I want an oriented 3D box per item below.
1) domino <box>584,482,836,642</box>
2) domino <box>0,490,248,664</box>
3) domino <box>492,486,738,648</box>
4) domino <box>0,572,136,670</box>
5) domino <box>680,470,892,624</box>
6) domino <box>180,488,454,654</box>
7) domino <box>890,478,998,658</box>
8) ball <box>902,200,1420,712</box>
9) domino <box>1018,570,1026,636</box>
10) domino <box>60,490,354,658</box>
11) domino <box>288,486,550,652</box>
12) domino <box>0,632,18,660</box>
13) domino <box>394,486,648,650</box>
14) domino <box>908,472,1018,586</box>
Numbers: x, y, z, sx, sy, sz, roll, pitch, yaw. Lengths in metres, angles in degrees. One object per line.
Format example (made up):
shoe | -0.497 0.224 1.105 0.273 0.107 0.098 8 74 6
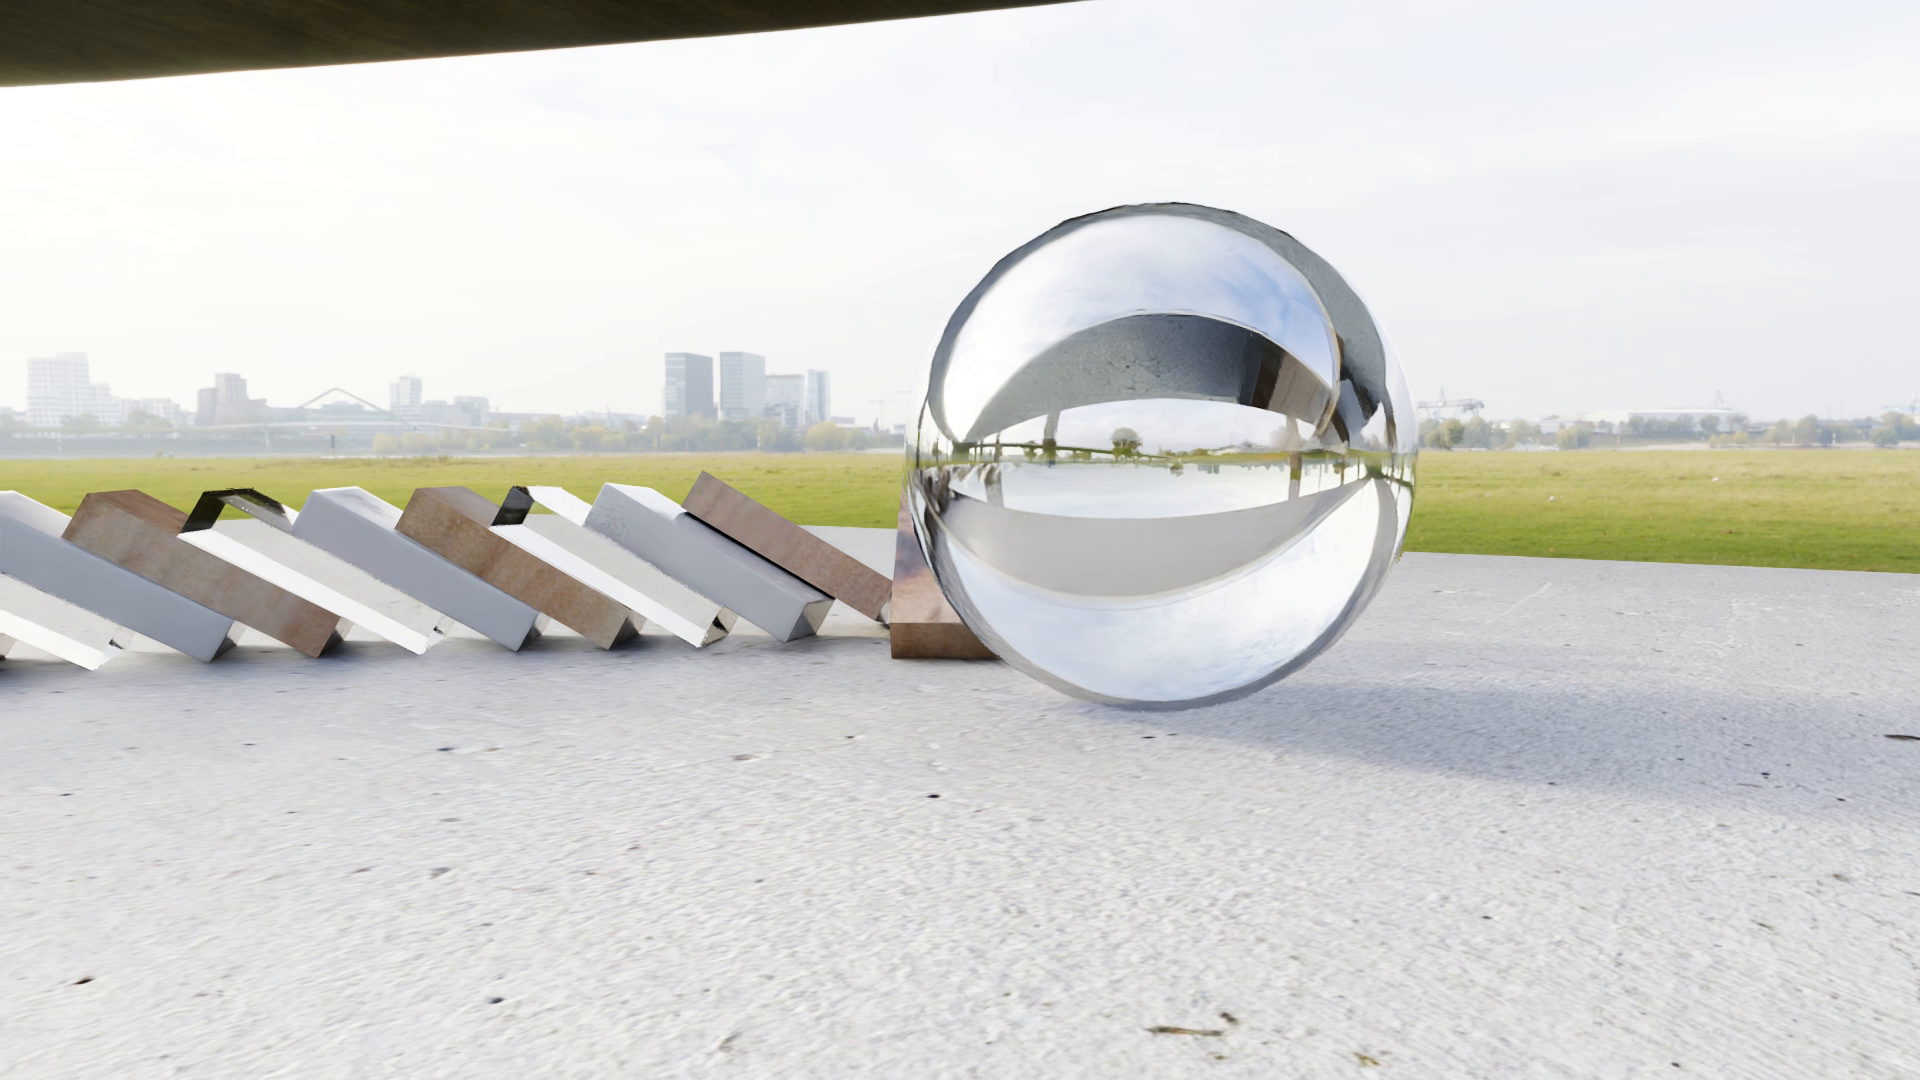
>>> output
domino | -0.053 0.005 0.277 0.050 0.010 0.025 30 4 7
domino | -0.168 0.007 0.253 0.050 0.009 0.025 30 -6 -18
domino | -0.072 0.005 0.276 0.050 0.009 0.025 30 4 3
domino | -0.186 0.008 0.244 0.050 0.009 0.025 30 -7 -20
domino | -0.037 0.002 0.294 0.050 0.009 0.025 30 -3 5
domino | -0.130 0.006 0.266 0.050 0.010 0.025 30 -2 -11
domino | -0.001 0.004 0.272 0.025 0.009 0.050 0 38 1
ball | 0.031 -0.013 0.204 0.080 0.080 0.080 0 4 0
domino | 0.002 0.015 0.310 0.025 0.010 0.050 0 4 1
domino | -0.149 0.006 0.260 0.050 0.009 0.025 30 -4 -15
domino | -0.111 0.006 0.271 0.050 0.009 0.025 30 1 -8
domino | -0.203 0.008 0.235 0.050 0.009 0.025 31 -9 -23
domino | -0.091 0.005 0.275 0.050 0.010 0.025 30 3 -2
domino | 0.000 0.003 0.289 0.025 0.010 0.050 0 38 1
